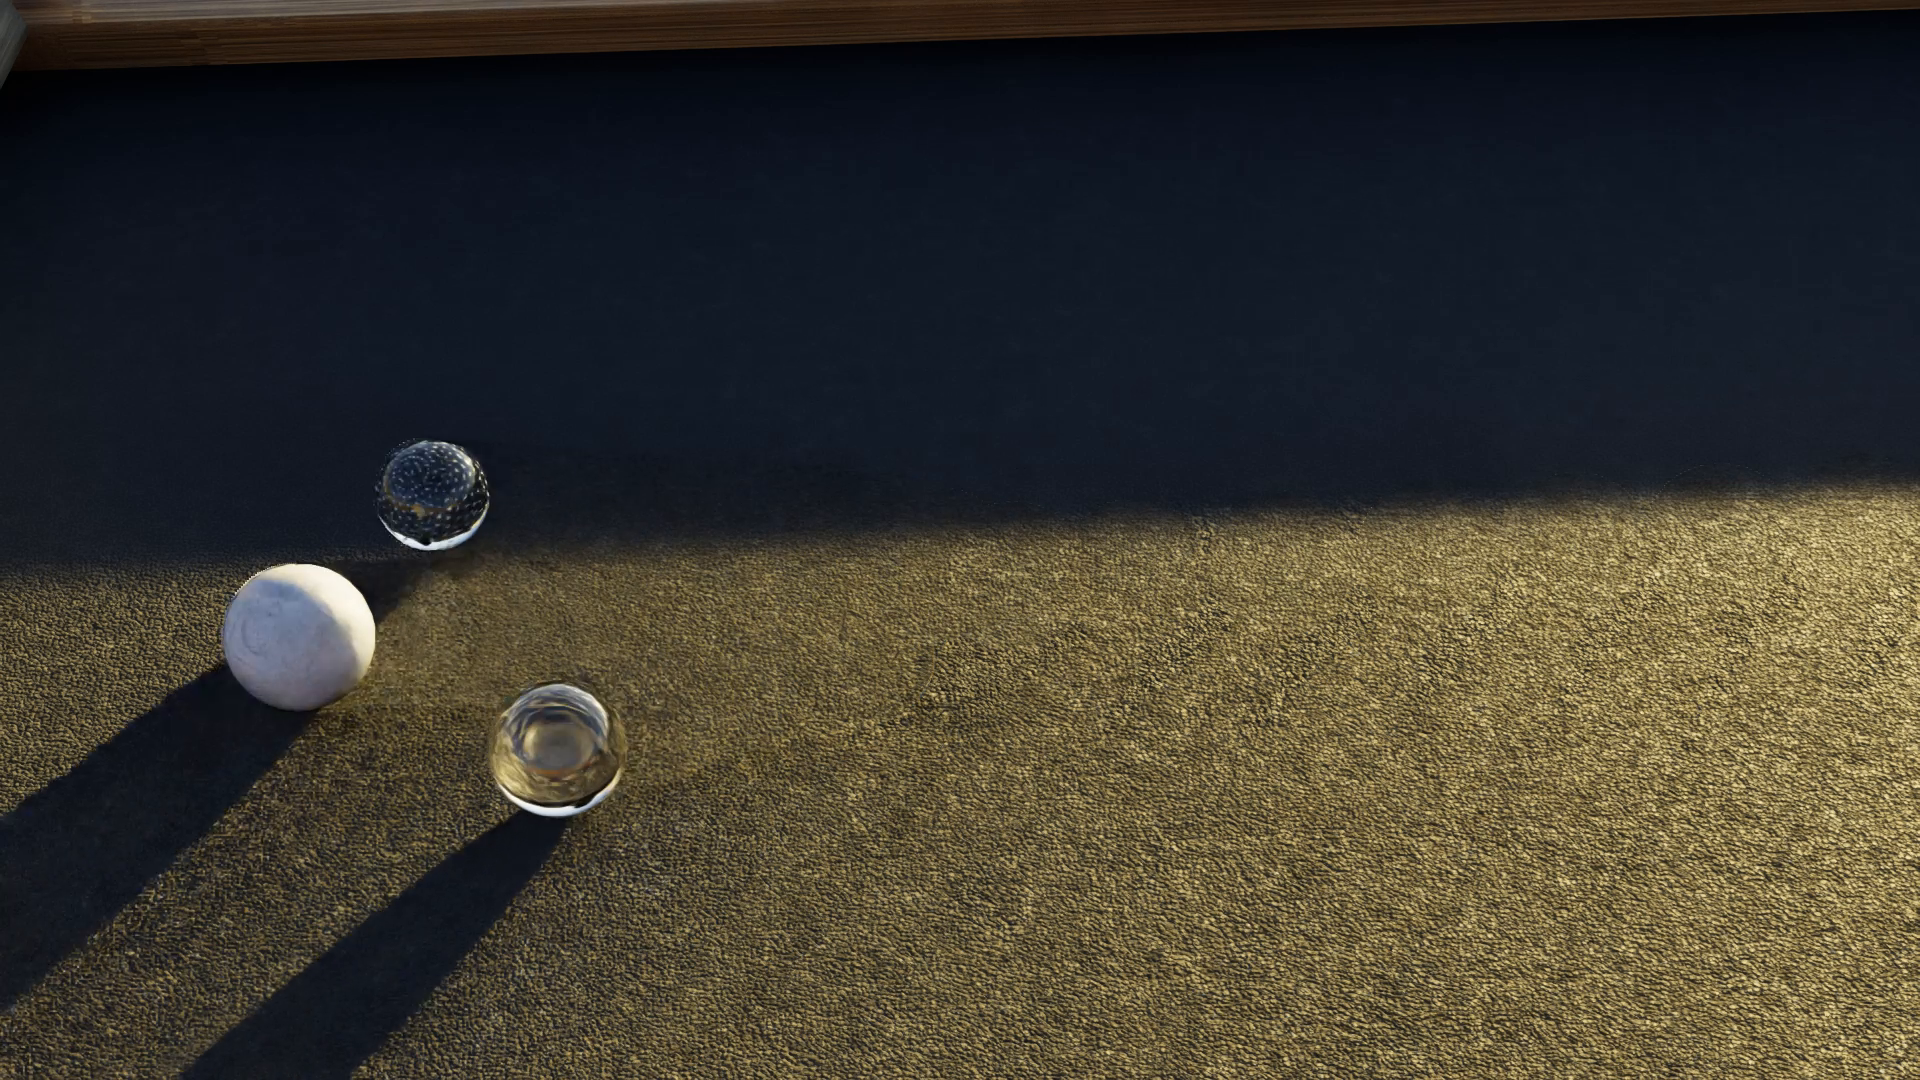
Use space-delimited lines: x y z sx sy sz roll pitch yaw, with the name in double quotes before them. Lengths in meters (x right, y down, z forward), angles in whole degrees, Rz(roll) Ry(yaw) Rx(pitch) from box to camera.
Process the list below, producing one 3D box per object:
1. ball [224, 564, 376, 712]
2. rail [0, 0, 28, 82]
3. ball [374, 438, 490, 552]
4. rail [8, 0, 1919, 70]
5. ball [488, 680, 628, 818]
"ball" -0.401 0.059 1.560 0.090 0.090 0.090 0 36 0
"rail" -0.772 0.018 1.593 0.045 0.117 1.670 -3 36 -4
"ball" -0.349 -0.030 1.696 0.075 0.075 0.075 0 36 0
"rail" 0.734 -0.527 2.345 3.193 0.117 0.045 -3 36 -4
"ball" -0.233 0.121 1.484 0.080 0.080 0.080 0 36 0
